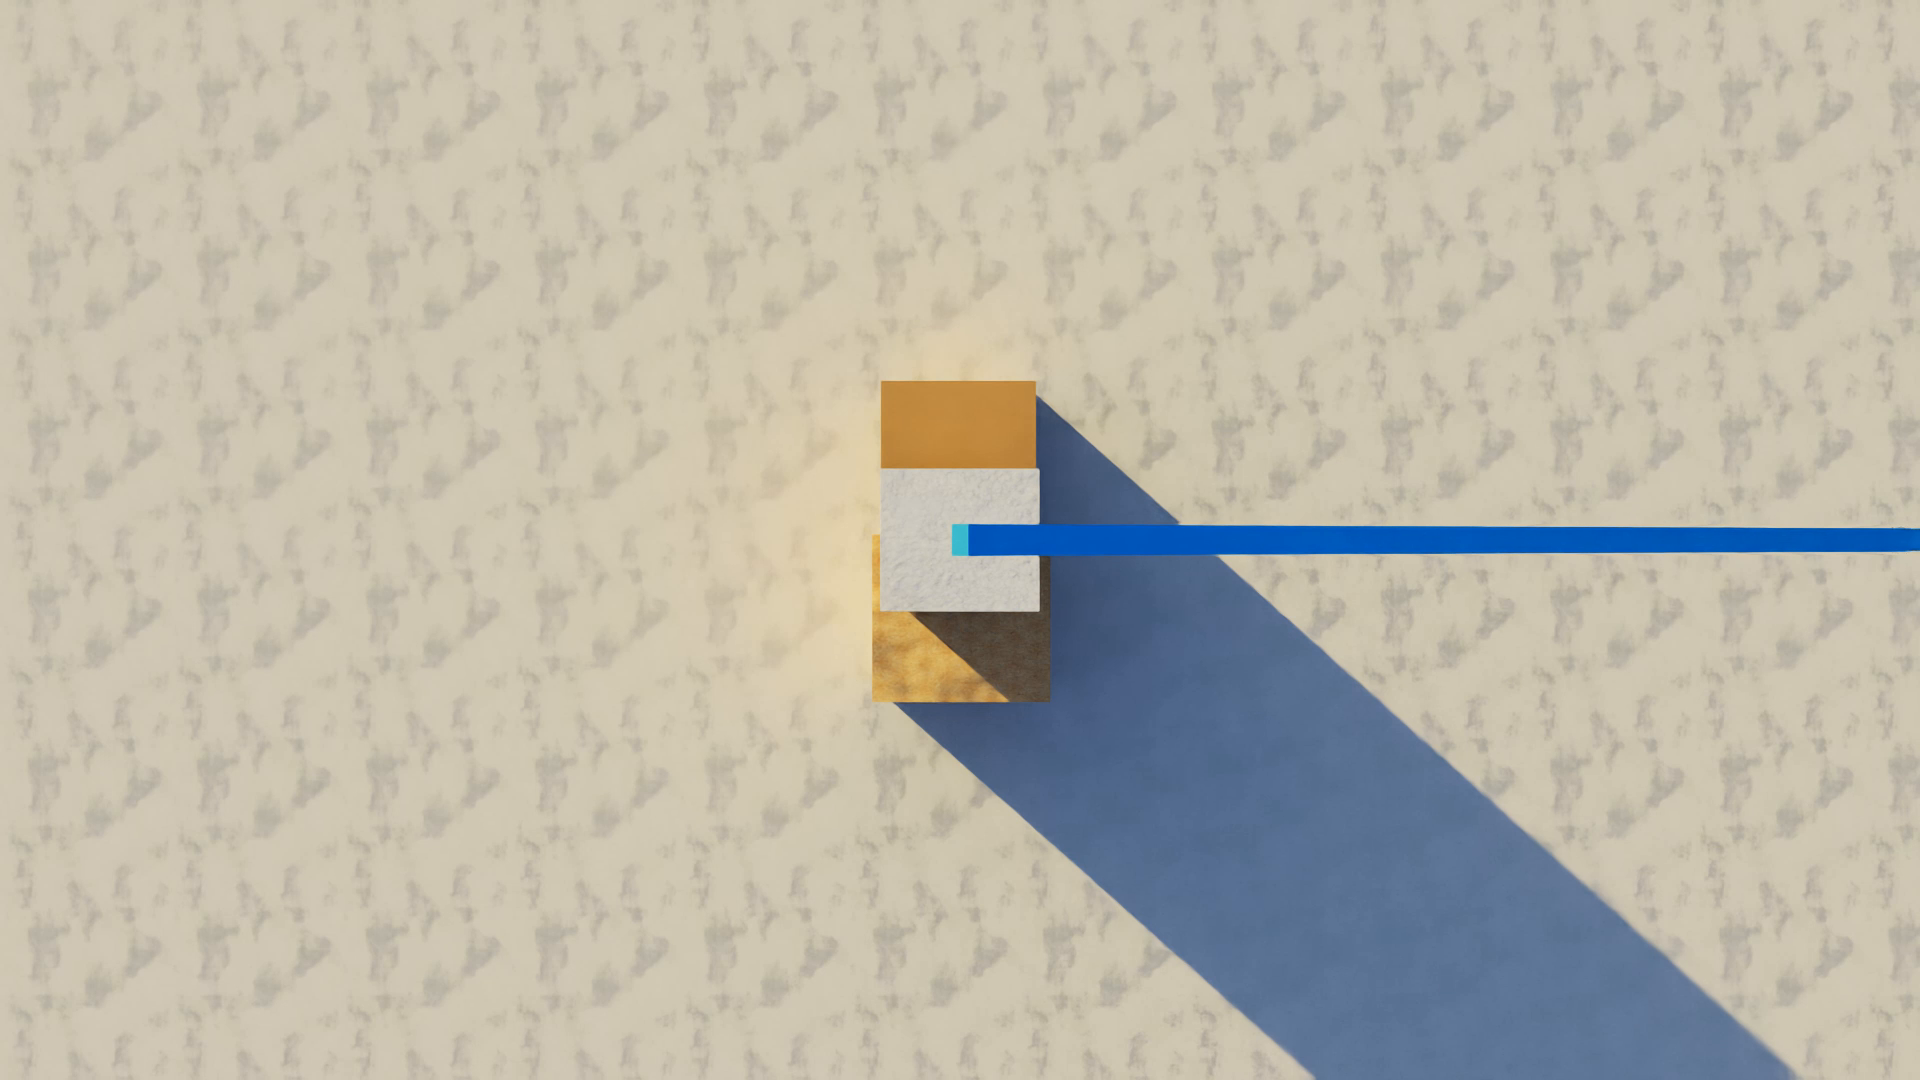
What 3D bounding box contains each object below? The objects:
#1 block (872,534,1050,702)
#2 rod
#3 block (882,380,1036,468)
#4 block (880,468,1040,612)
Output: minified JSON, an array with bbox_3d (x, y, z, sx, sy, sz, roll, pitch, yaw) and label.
[{"bbox_3d":[0.007,0.429,12.514,0.976,0.972,0.915,0,90,0],"label":"block"},{"bbox_3d":[2.212,0.000,6.939,5.200,0.080,0.080,0,90,-32],"label":"rod"},{"bbox_3d":[-0.009,-0.463,12.623,0.862,0.753,0.848,0,90,0],"label":"block"},{"bbox_3d":[-0.001,0.000,10.982,0.770,0.722,0.690,0,90,0],"label":"block"}]
